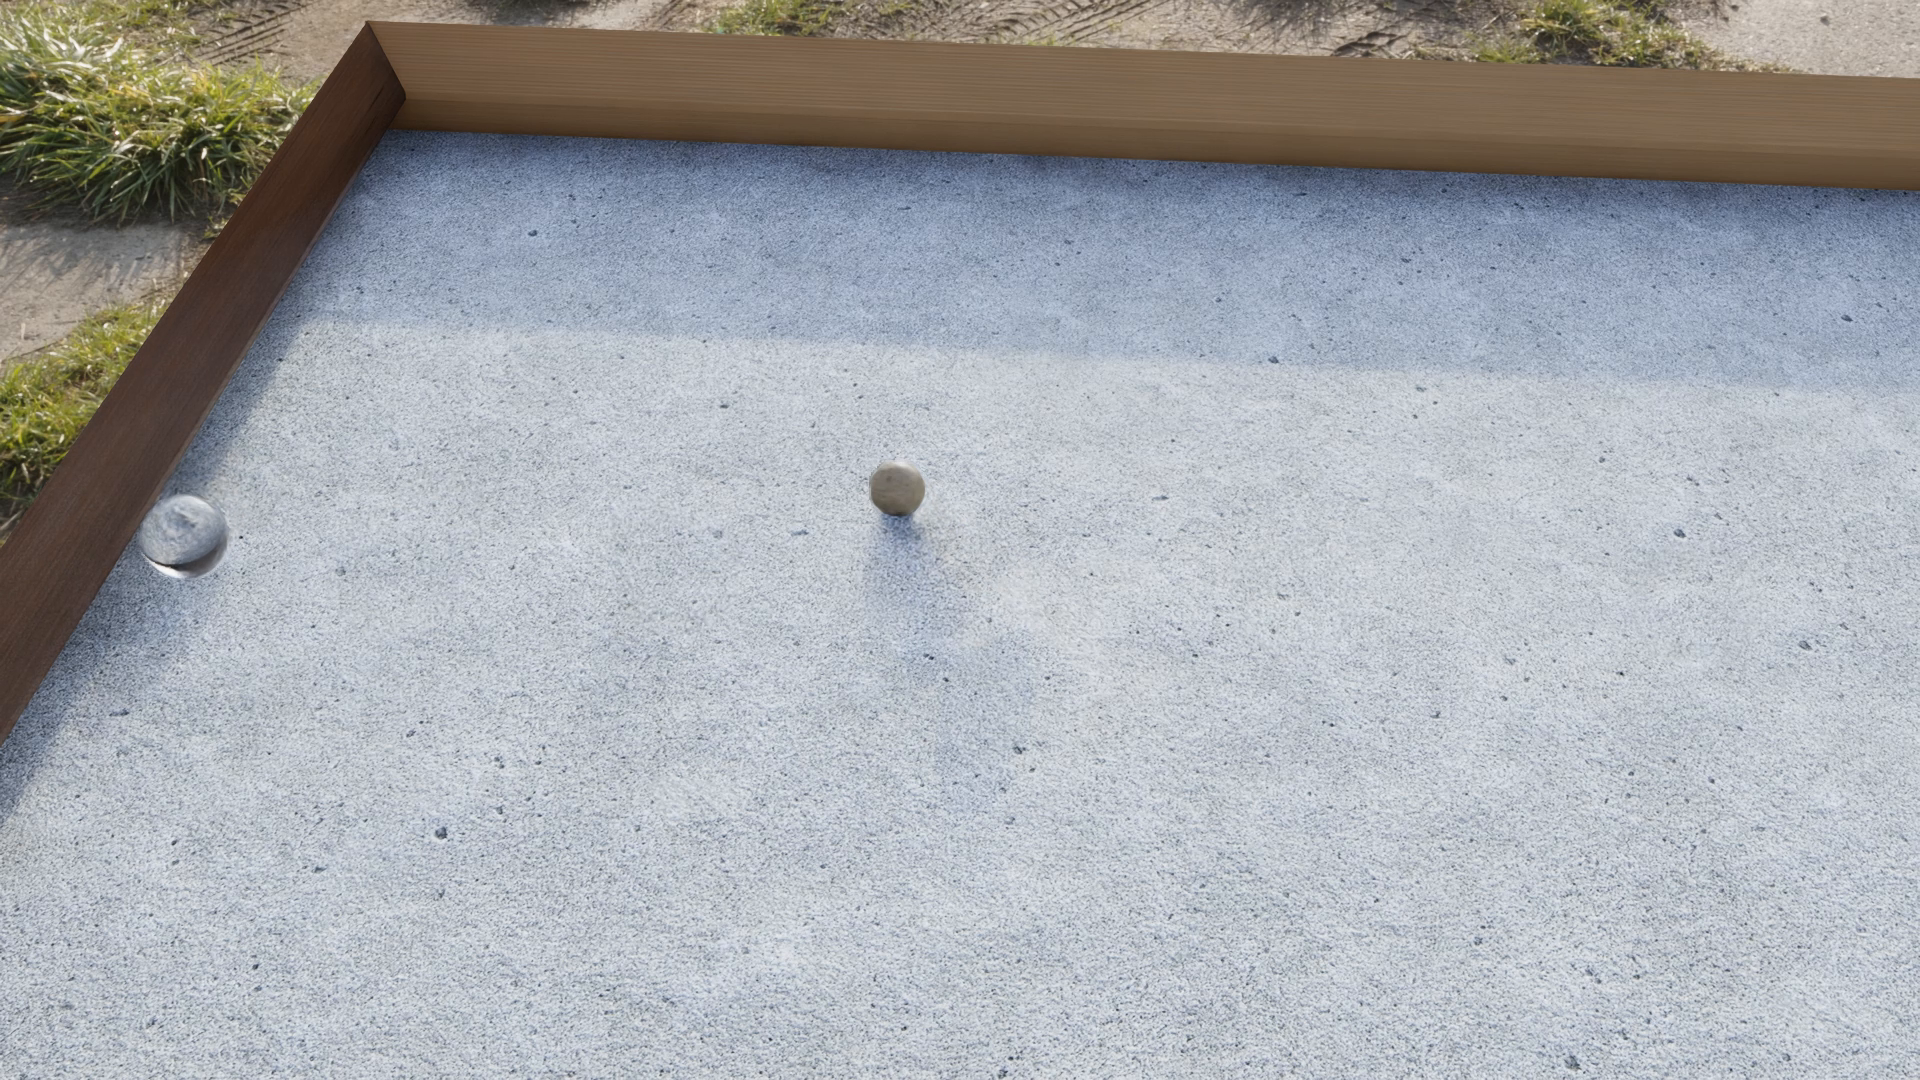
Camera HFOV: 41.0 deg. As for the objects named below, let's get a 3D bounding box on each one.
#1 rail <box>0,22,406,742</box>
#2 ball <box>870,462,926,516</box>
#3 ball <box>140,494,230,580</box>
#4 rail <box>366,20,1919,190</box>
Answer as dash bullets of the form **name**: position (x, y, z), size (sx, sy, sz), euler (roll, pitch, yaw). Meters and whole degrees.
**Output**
- **rail**: position (-0.635, -0.059, 2.001), size (0.045, 0.117, 1.450), euler (3, 35, 4)
- **ball**: position (-0.049, -0.041, 2.040), size (0.044, 0.044, 0.044), euler (0, 35, 0)
- **ball**: position (-0.594, -0.003, 1.967), size (0.066, 0.066, 0.066), euler (0, 35, 0)
- **rail**: position (0.722, -0.390, 2.479), size (2.647, 0.117, 0.045), euler (3, 35, 4)
